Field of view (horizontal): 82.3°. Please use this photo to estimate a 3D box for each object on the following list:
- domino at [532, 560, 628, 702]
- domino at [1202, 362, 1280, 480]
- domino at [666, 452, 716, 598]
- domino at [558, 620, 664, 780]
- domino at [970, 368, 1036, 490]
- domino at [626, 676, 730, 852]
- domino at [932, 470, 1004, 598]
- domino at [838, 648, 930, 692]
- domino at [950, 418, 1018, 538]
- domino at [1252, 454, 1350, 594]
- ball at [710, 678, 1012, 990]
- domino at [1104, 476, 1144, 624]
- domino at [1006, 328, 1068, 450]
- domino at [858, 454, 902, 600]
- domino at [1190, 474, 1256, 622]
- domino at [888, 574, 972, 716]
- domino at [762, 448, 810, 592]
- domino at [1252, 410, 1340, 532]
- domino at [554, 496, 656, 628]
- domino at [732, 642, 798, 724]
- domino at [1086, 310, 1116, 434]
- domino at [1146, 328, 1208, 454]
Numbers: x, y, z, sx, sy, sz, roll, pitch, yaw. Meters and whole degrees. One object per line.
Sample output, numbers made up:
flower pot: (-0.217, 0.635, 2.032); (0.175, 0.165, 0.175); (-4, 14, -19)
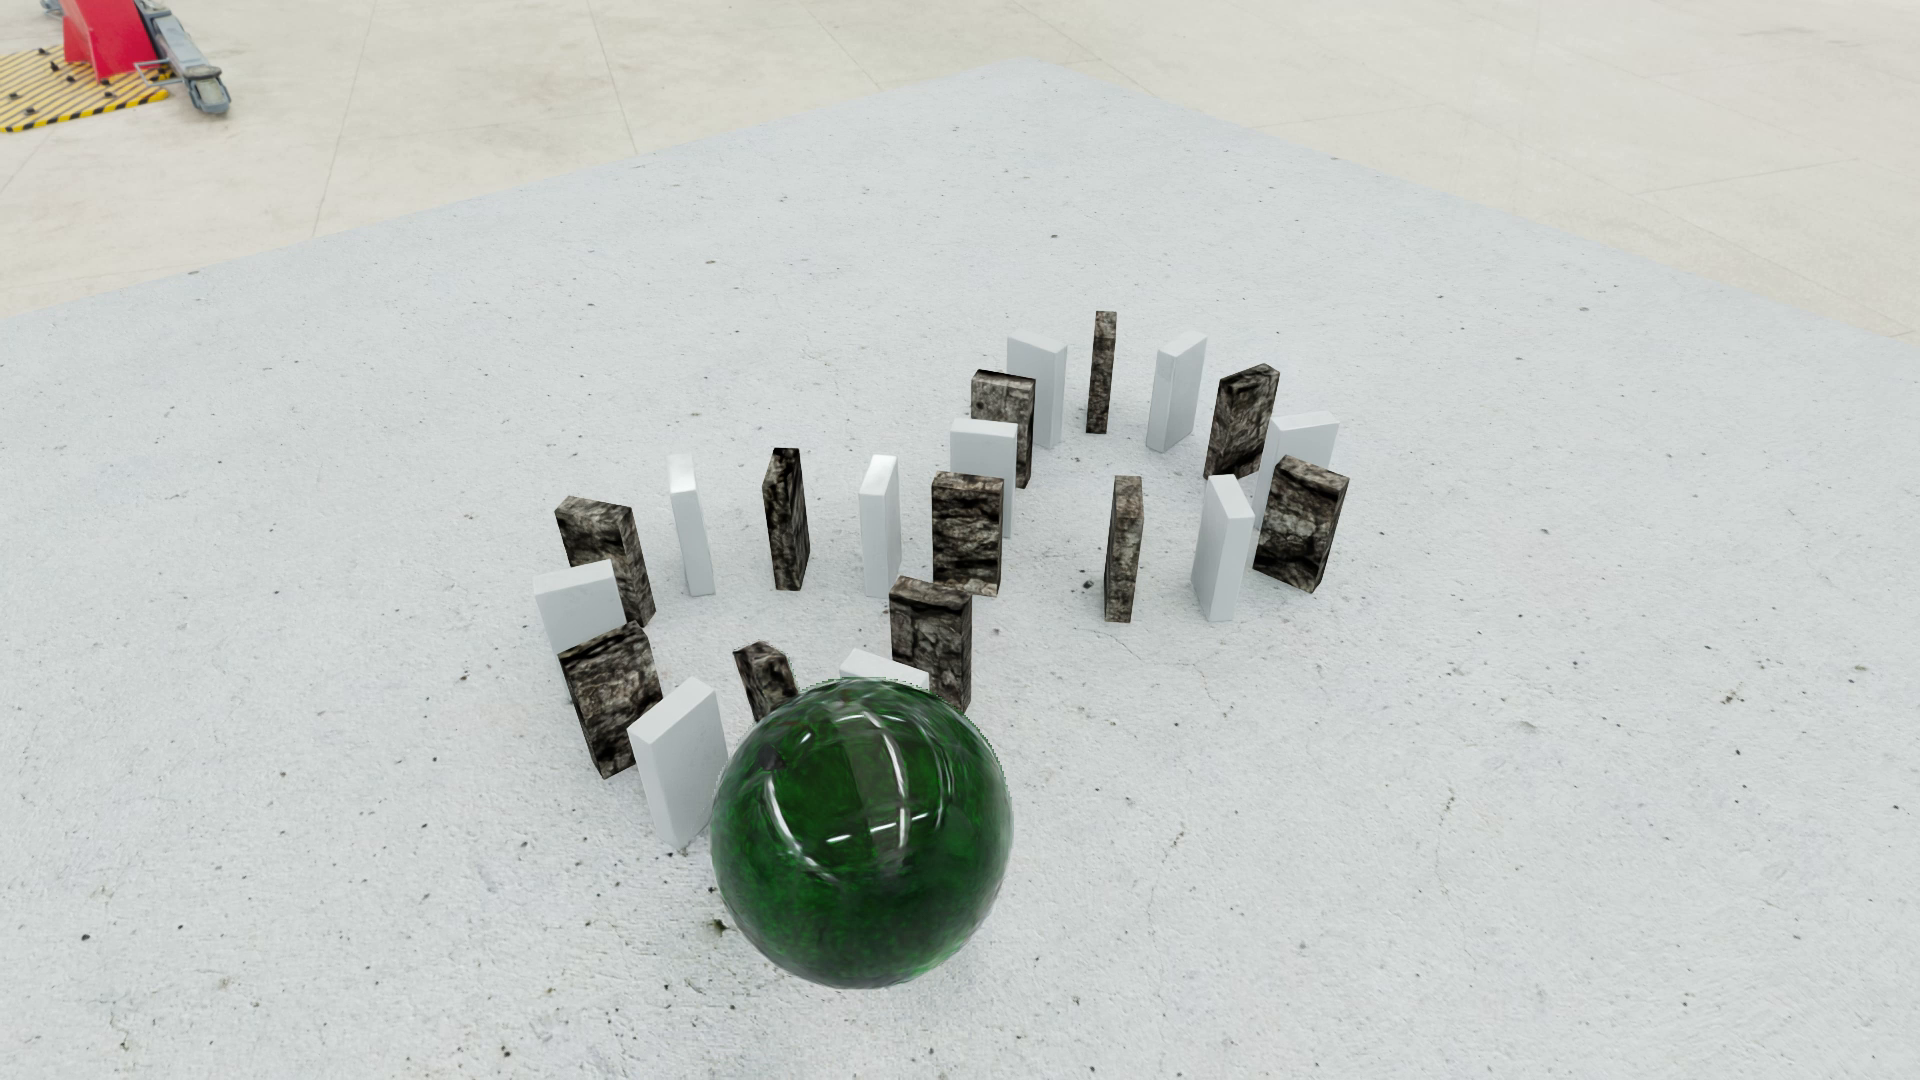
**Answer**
domino: (-0.126, 0.031, 0.373); (0.025, 0.050, 0.009); (-14, 41, -16)
domino: (0.120, -0.049, 0.471); (0.025, 0.050, 0.009); (-21, 44, -24)
domino: (-0.102, -0.005, 0.418); (0.009, 0.050, 0.025); (-9, 40, -11)
domino: (-0.108, 0.051, 0.349); (0.025, 0.050, 0.009); (-25, 46, -28)
domino: (0.018, -0.047, 0.469); (0.025, 0.050, 0.009); (13, 41, 15)
domino: (-0.082, 0.067, 0.329); (0.010, 0.050, 0.025); (24, 45, 27)
domino: (0.003, -0.002, 0.413); (0.025, 0.050, 0.009); (7, 40, 9)
domino: (-0.023, 0.058, 0.341); (0.025, 0.050, 0.010); (16, 42, 19)
domino: (0.009, -0.024, 0.441); (0.025, 0.050, 0.009); (7, 40, 8)
domino: (0.129, -0.006, 0.418); (0.025, 0.050, 0.009); (26, 46, 28)
ball: (-0.026, 0.077, 0.294); (0.080, 0.080, 0.080); (0, 39, 0)
domino: (0.060, 0.004, 0.407); (0.009, 0.050, 0.025); (3, 39, 4)
domino: (0.034, -0.068, 0.494); (0.025, 0.050, 0.010); (25, 45, 27)
domino: (-0.030, -0.005, 0.417); (0.009, 0.050, 0.025); (6, 40, 7)
domino: (0.097, 0.003, 0.407); (0.009, 0.050, 0.025); (-4, 39, -5)
domino: (-0.009, 0.036, 0.367); (0.025, 0.050, 0.010); (14, 41, 16)
domino: (-0.066, -0.008, 0.421); (0.010, 0.050, 0.025); (2, 39, 2)
domino: (0.135, -0.028, 0.445); (0.025, 0.050, 0.009); (-9, 40, -10)
domino: (-0.129, 0.009, 0.401); (0.025, 0.050, 0.009); (10, 40, 12)
domino: (-0.054, 0.058, 0.336); (0.009, 0.050, 0.025); (-22, 14, -24)
domino: (0.065, -0.077, 0.505); (0.010, 0.050, 0.025); (5, 40, 6)
domino: (0.097, -0.066, 0.492); (0.010, 0.050, 0.025); (30, 48, 31)
